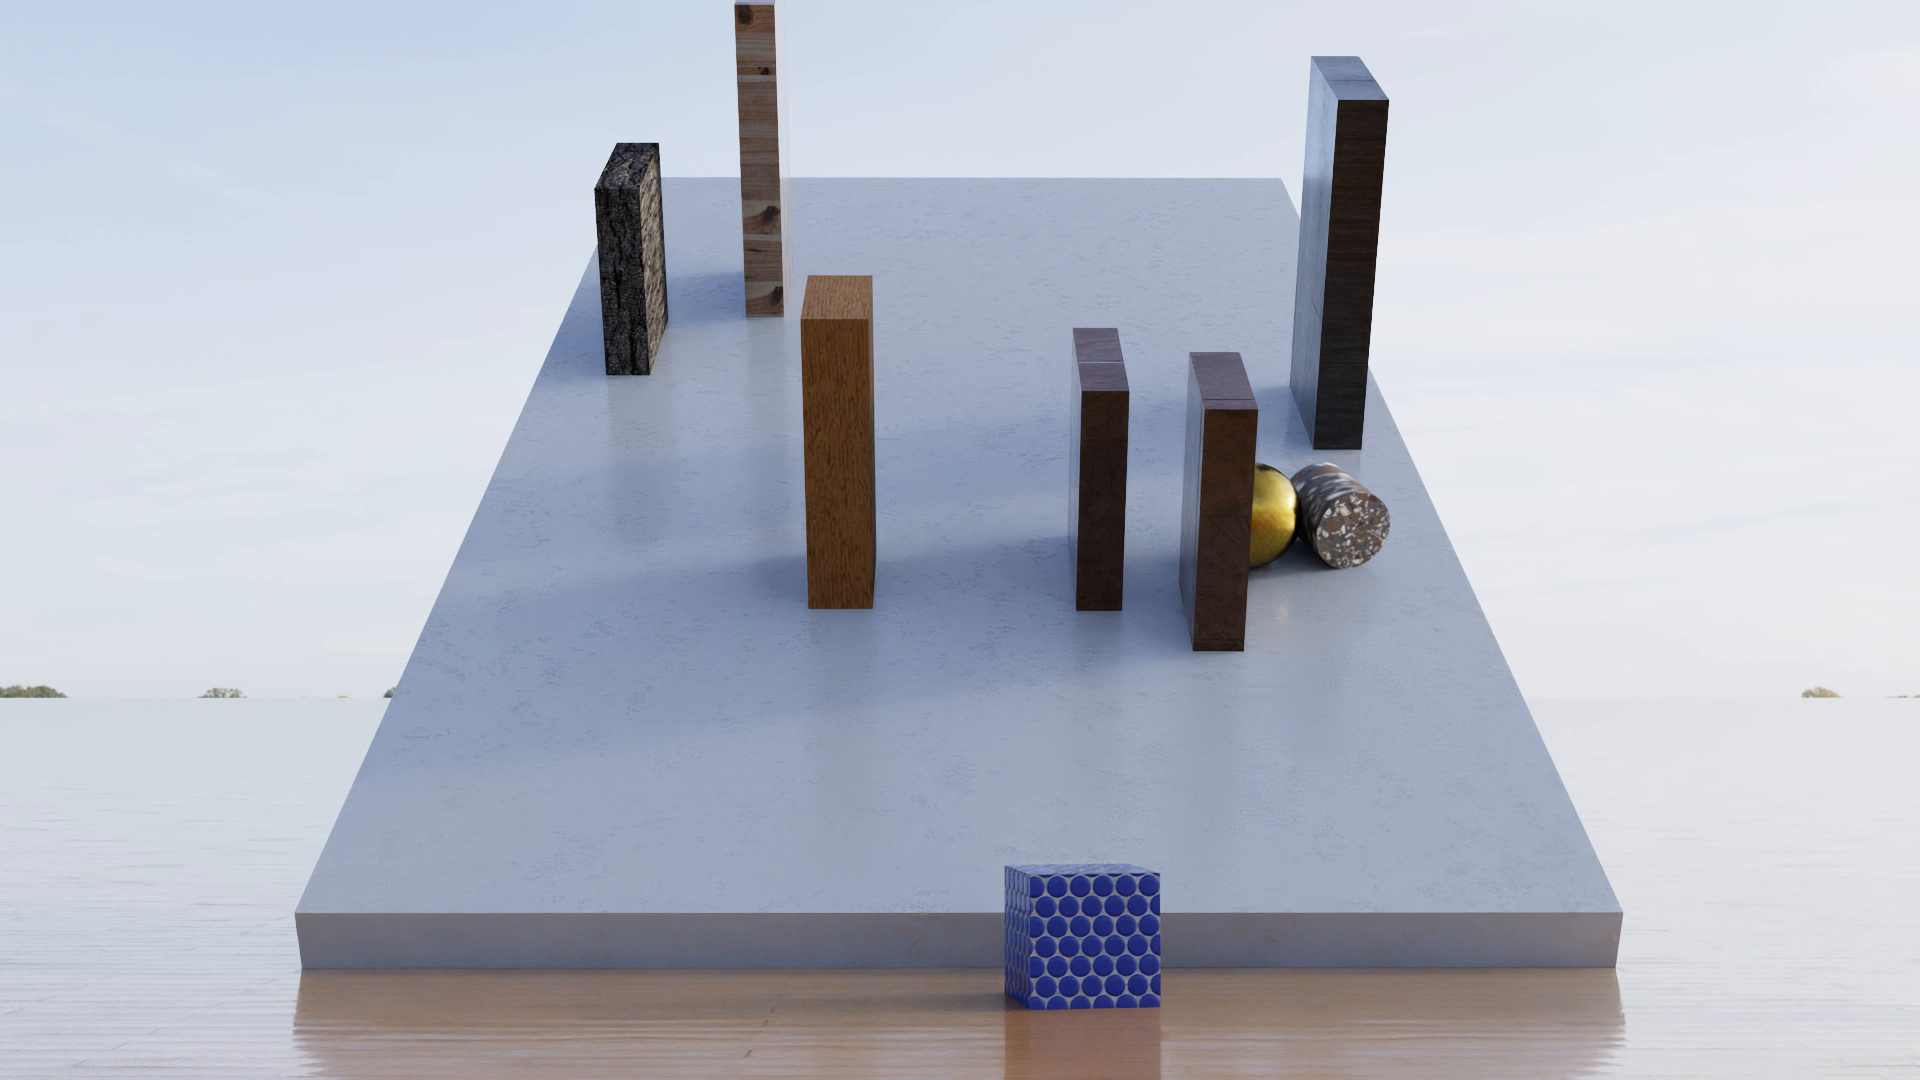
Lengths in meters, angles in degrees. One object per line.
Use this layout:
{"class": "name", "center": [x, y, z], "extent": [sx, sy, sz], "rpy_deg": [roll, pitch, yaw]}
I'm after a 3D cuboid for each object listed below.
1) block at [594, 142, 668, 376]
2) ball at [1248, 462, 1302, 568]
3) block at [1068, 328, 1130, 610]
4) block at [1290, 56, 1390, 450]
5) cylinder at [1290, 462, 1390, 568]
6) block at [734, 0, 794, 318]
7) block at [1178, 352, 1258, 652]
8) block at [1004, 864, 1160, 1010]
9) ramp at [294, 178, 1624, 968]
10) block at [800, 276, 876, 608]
{"class": "block", "center": [-0.795, -0.688, 5.677], "extent": [0.104, 0.459, 0.409], "rpy_deg": [0, 25, 0]}
{"class": "ball", "center": [0.569, -0.051, 4.598], "extent": [0.208, 0.208, 0.208], "rpy_deg": [0, -4, 0]}
{"class": "block", "center": [0.264, -0.140, 4.506], "extent": [0.088, 0.447, 0.344], "rpy_deg": [0, 25, 0]}
{"class": "block", "center": [0.836, -0.639, 5.190], "extent": [0.107, 0.785, 0.396], "rpy_deg": [0, 25, 0]}
{"class": "cylinder", "center": [0.746, -0.050, 4.654], "extent": [0.162, 0.162, 0.162], "rpy_deg": [1, 23, -21]}
{"class": "block", "center": [-0.498, -1.011, 5.980], "extent": [0.097, 0.795, 0.383], "rpy_deg": [0, 25, 0]}
{"class": "block", "center": [0.475, -0.073, 4.325], "extent": [0.094, 0.477, 0.293], "rpy_deg": [0, 25, 0]}
{"class": "block", "center": [0.165, 0.539, 3.194], "extent": [0.178, 0.178, 0.178], "rpy_deg": [1, -4, -10]}
{"class": "ramp", "center": [-0.009, -0.229, 5.353], "extent": [2.000, 0.100, 4.000], "rpy_deg": [0, 25, 0]}
{"class": "block", "center": [-0.227, -0.185, 4.440], "extent": [0.122, 0.582, 0.251], "rpy_deg": [0, 25, 0]}
